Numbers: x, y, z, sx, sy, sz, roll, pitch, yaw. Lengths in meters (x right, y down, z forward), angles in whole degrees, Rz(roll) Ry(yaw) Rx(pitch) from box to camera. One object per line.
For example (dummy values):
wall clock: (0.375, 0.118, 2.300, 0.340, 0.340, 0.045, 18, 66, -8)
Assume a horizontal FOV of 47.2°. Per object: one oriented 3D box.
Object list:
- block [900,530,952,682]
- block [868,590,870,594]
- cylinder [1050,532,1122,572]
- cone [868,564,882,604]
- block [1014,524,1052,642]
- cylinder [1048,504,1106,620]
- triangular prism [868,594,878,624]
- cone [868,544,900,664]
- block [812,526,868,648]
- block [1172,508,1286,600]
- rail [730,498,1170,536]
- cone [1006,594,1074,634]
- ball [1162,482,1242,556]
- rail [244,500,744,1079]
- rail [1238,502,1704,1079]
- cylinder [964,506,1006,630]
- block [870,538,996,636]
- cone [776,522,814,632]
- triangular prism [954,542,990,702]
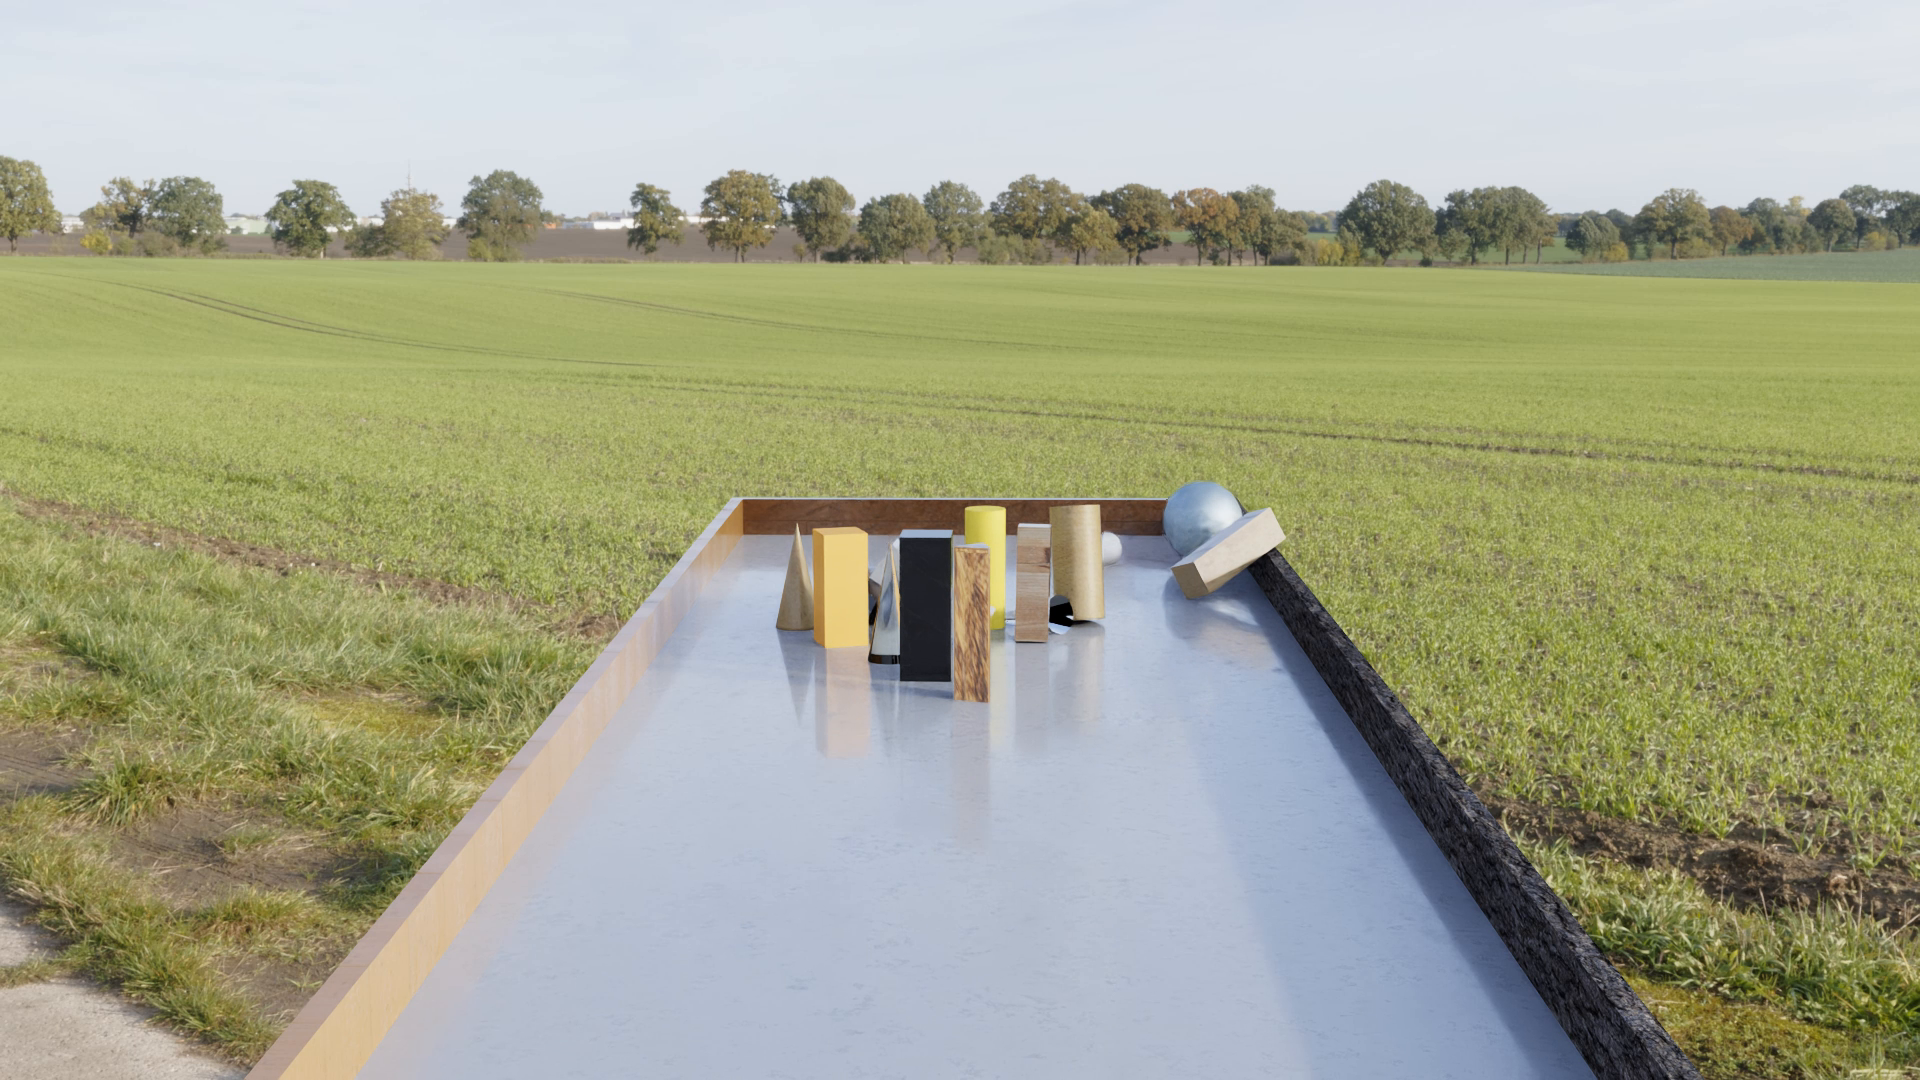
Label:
block: (-0.098, 0.191, 6.446, 0.148, 0.425, 0.148, 0, 9, 2)
block: (-0.180, 0.189, 7.393, 0.132, 0.132, 0.361, -5, 10, -30)
cylinder: (0.427, 0.050, 8.302, 0.386, 0.123, 0.123, -7, 12, -39)
cone: (-0.271, 0.133, 7.012, 0.126, 0.126, 0.415, -11, 54, -50)
block: (0.233, 0.135, 6.978, 0.103, 0.363, 0.103, 2, 6, 4)
cylinder: (0.387, 0.075, 7.262, 0.169, 0.374, 0.169, -3, -1, 0)
triangular prism: (-0.373, 0.205, 7.421, 0.102, 0.088, 0.398, -6, 11, -32)
cone: (-0.212, 0.181, 6.678, 0.140, 0.371, 0.140, 0, 9, 0)
block: (-0.377, 0.148, 6.934, 0.141, 0.357, 0.141, -3, 9, -18)
block: (0.948, 0.045, 7.753, 0.426, 0.127, 0.127, -33, 9, -34)
rail: (0.099, -0.098, 9.147, 2.100, 0.150, 0.050, 0, 9, 1)
cone: (0.205, 0.253, 7.212, 0.128, 0.128, 0.336, -9, 2, -44)
ball: (0.937, -0.072, 8.489, 0.306, 0.306, 0.306, 0, 9, 0)
rail: (-1.004, 0.839, 3.234, 0.050, 0.150, 12.000, 0, 9, 1)
rail: (1.046, 0.843, 3.208, 0.050, 0.150, 12.000, 0, 9, 1)
cylinder: (0.082, 0.090, 7.195, 0.133, 0.390, 0.133, 0, 9, 0)
block: (-0.085, 0.167, 6.924, 0.384, 0.126, 0.126, 35, 11, 0)
cone: (-0.531, 0.113, 7.188, 0.149, 0.348, 0.149, 0, 9, 0)
triangular prism: (0.050, 0.229, 6.168, 0.105, 0.436, 0.091, 4, 10, 21)
